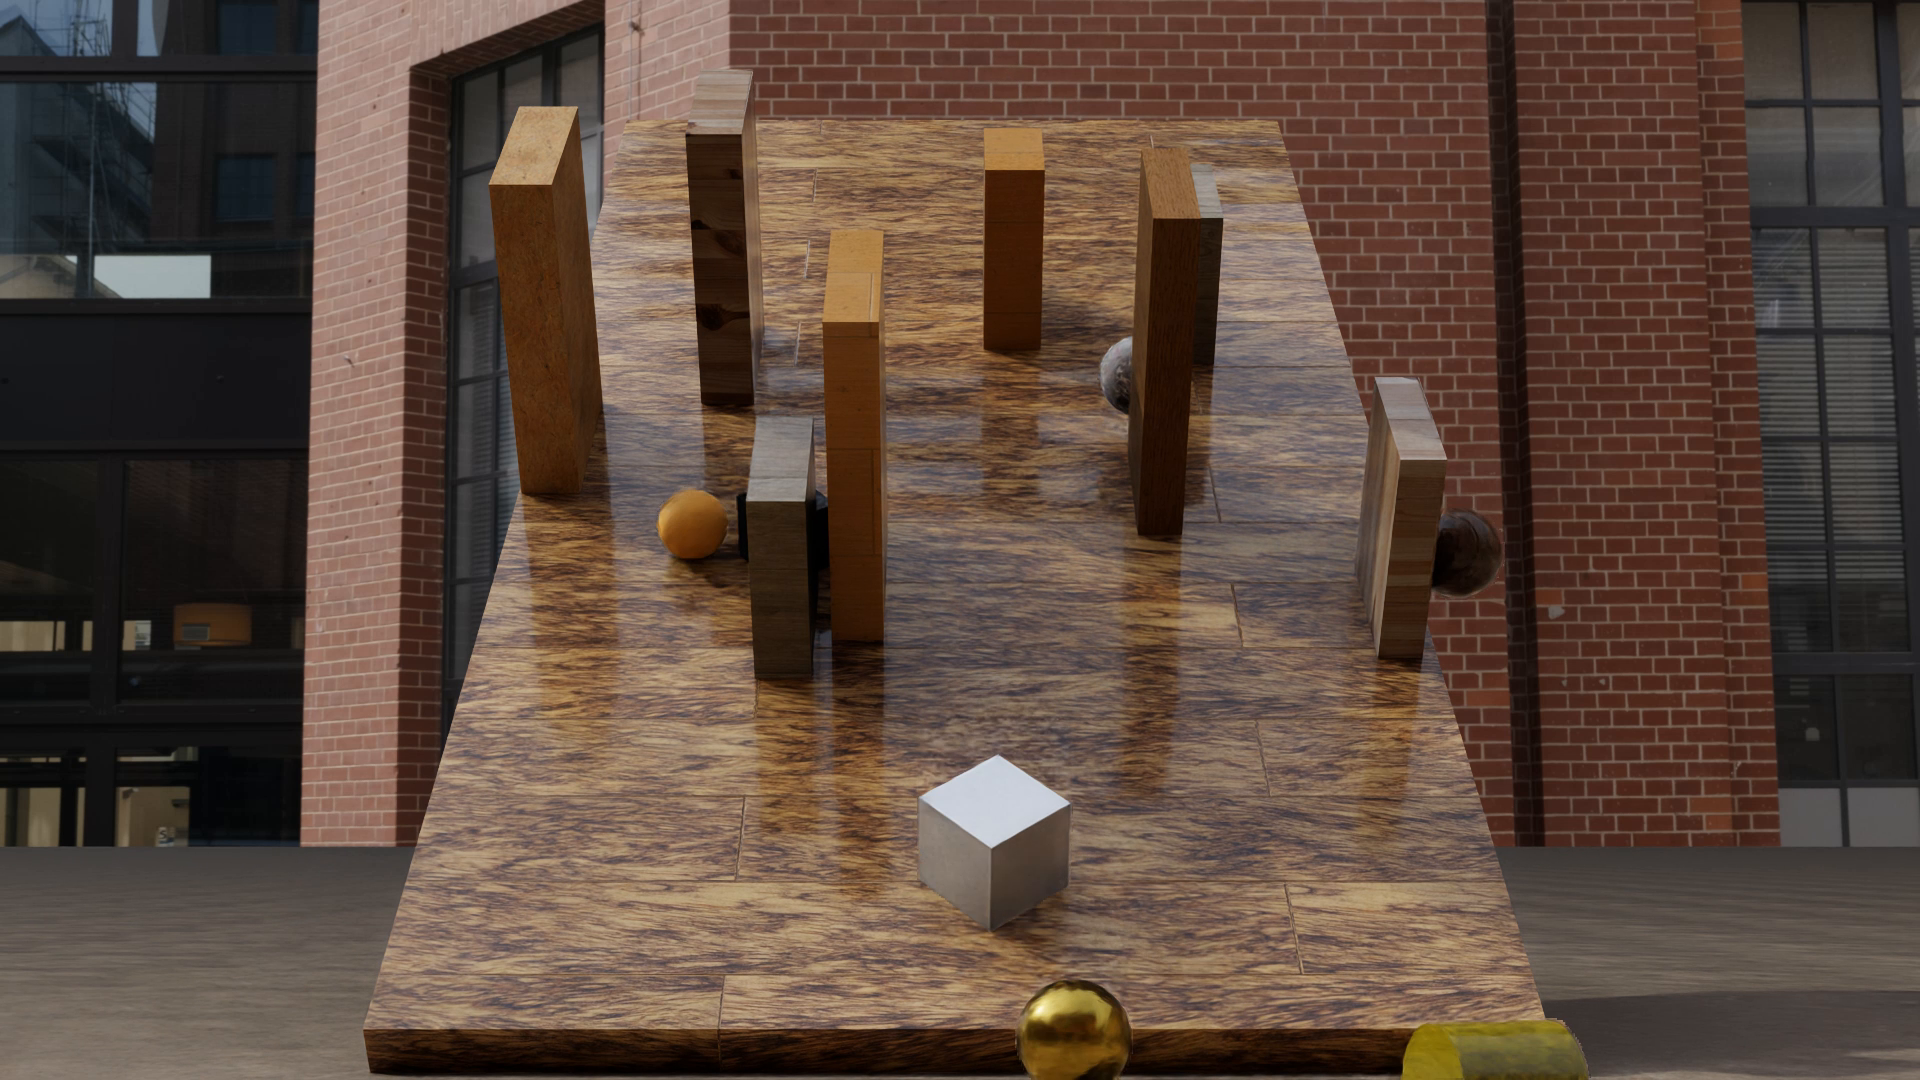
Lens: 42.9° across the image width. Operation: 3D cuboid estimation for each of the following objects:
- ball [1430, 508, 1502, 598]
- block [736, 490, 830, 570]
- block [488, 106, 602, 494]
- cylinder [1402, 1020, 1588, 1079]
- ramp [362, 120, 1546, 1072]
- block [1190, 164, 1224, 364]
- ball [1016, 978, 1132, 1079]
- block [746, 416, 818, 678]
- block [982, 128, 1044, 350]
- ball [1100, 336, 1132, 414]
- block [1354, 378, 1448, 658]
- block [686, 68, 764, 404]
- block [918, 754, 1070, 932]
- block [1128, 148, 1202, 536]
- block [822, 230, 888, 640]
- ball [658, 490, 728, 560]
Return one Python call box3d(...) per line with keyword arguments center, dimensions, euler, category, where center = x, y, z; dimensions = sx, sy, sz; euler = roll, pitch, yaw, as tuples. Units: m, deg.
box3d(center=(1.083, 0.028, 5.335), dimensions=(0.199, 0.199, 0.199), euler=(0, -7, 0), category="ball")
box3d(center=(-0.377, -0.022, 5.334), dimensions=(0.153, 0.153, 0.153), euler=(-22, 38, -31), category="block")
box3d(center=(-0.939, -0.548, 5.596), dimensions=(0.134, 0.766, 0.438), euler=(0, 32, 0), category="block")
box3d(center=(0.665, 0.686, 3.045), dimensions=(0.169, 0.169, 0.169), euler=(2, -7, -17), category="cylinder")
box3d(center=(-0.015, -0.191, 5.847), dimensions=(2.000, 0.100, 4.000), euler=(0, 32, 0), category="ramp")
box3d(center=(0.583, -0.701, 6.195), dimensions=(0.114, 0.401, 0.329), euler=(0, 32, 0), category="block")
box3d(center=(0.177, 0.773, 3.798), dimensions=(0.179, 0.179, 0.179), euler=(0, -7, 0), category="ball")
box3d(center=(-0.361, 0.012, 5.026), dimensions=(0.116, 0.421, 0.344), euler=(0, 32, 0), category="block")
box3d(center=(0.133, -0.765, 6.210), dimensions=(0.146, 0.491, 0.264), euler=(0, 32, 0), category="block")
box3d(center=(0.425, -0.388, 5.778), dimensions=(0.191, 0.191, 0.191), euler=(0, -7, 0), category="ball")
box3d(center=(0.912, -0.048, 5.082), dimensions=(0.092, 0.474, 0.343), euler=(0, 32, 0), category="block")
box3d(center=(-0.568, -0.740, 5.965), dimensions=(0.129, 0.704, 0.410), euler=(0, 32, 0), category="block")
box3d(center=(0.061, 0.543, 4.395), dimensions=(0.191, 0.191, 0.191), euler=(-25, 40, -34), category="block")
box3d(center=(0.448, -0.436, 5.420), dimensions=(0.099, 0.771, 0.368), euler=(0, 32, 0), category="block")
box3d(center=(-0.213, -0.216, 5.091), dimensions=(0.109, 0.742, 0.418), euler=(0, 32, 0), category="block")
box3d(center=(-0.585, -0.034, 5.353), dimensions=(0.154, 0.154, 0.154), euler=(0, -7, 0), category="ball")
